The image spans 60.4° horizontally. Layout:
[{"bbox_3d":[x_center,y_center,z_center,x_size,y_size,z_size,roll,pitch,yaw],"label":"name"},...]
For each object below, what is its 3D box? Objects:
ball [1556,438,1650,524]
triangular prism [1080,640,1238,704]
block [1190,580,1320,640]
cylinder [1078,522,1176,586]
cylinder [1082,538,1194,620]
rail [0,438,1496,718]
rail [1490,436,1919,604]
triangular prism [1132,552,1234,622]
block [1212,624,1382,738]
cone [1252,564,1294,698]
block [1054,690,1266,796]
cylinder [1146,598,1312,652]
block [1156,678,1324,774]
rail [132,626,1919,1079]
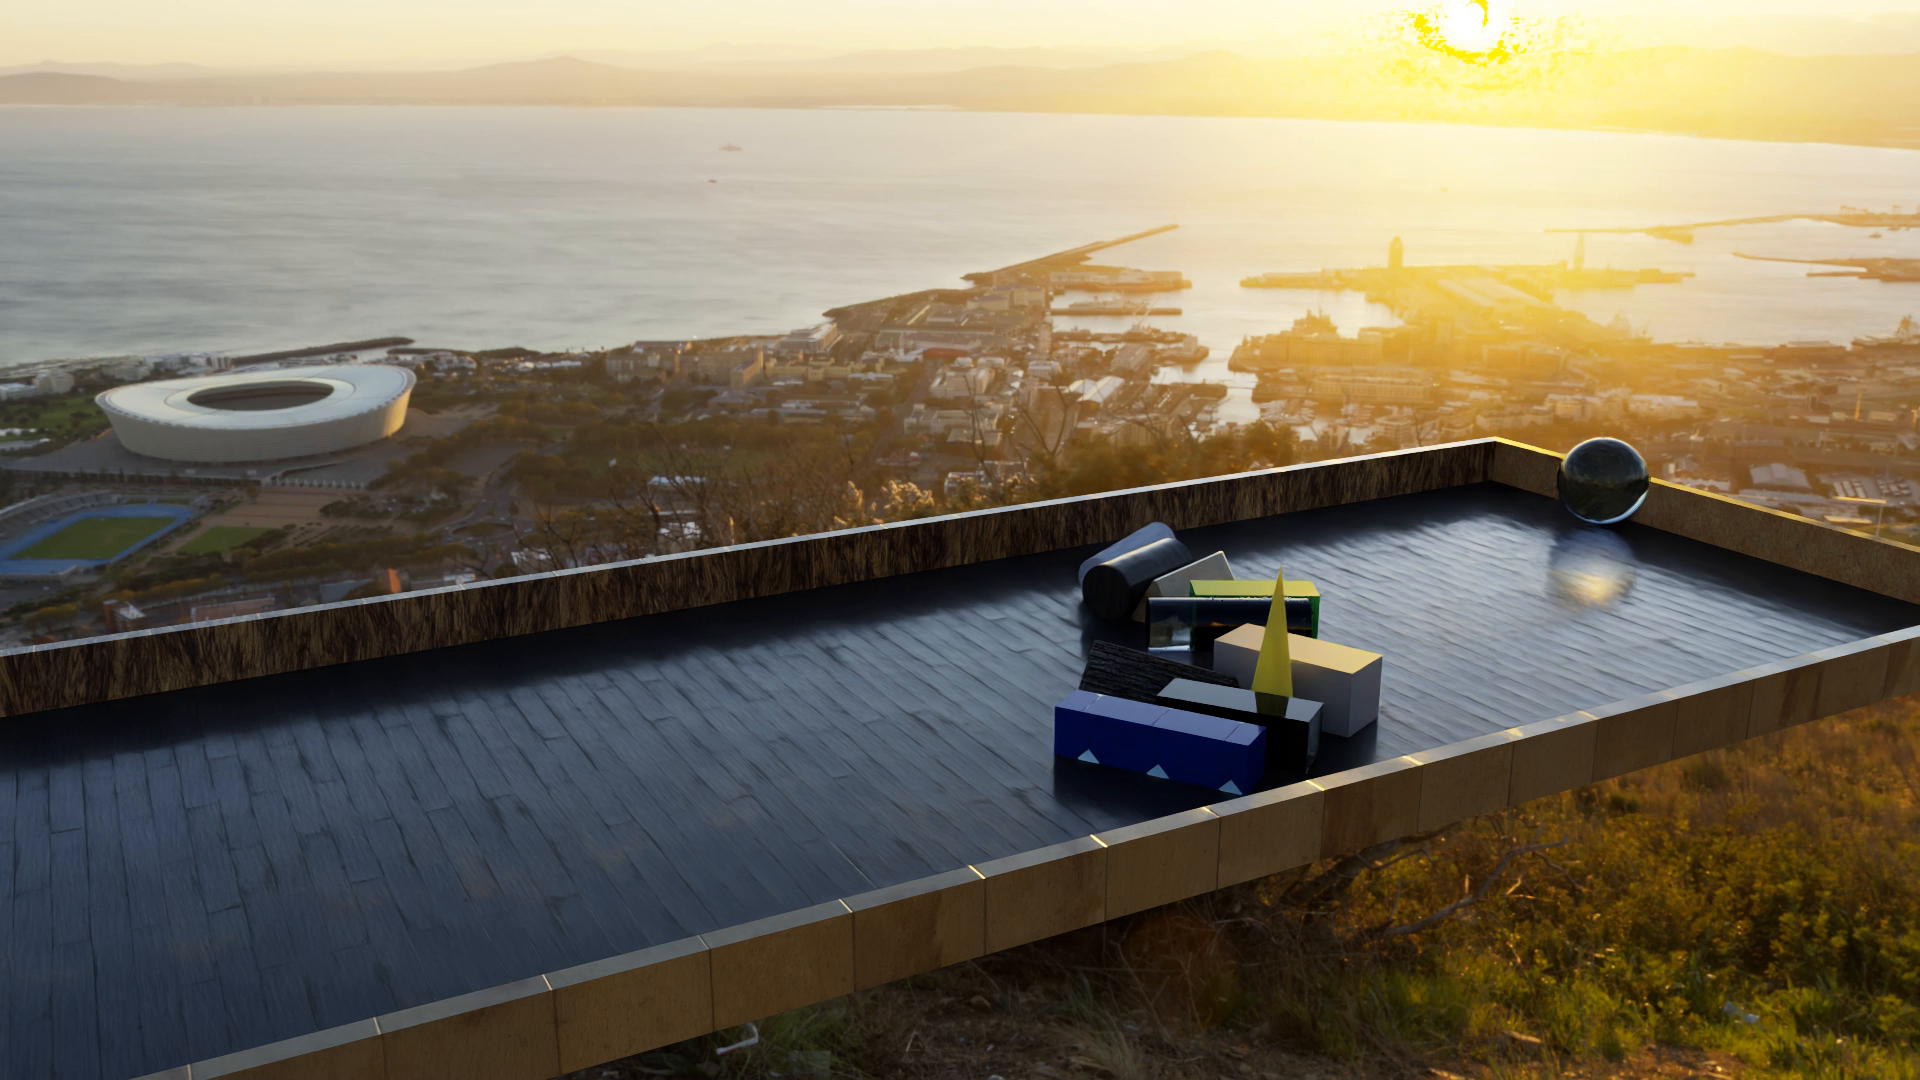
[{"bbox_3d":[2.136,-0.197,5.480,0.288,0.288,0.288,0,16,0],"label":"ball"},{"bbox_3d":[0.488,0.340,3.976,0.400,0.119,0.138,13,21,38],"label":"triangular prism"},{"bbox_3d":[0.795,0.191,4.476,0.331,0.129,0.129,0,16,1],"label":"block"},{"bbox_3d":[0.507,0.055,4.959,0.118,0.118,0.442,9,19,29],"label":"cylinder"},{"bbox_3d":[0.511,0.110,4.697,0.160,0.160,0.337,13,21,37],"label":"cylinder"},{"bbox_3d":[-3.305,0.497,3.399,12.000,0.150,0.050,-9,18,-27],"label":"rail"},{"bbox_3d":[2.466,-0.048,5.253,0.050,0.150,2.100,-9,18,-27],"label":"rail"},{"bbox_3d":[0.646,0.132,4.670,0.146,0.126,0.356,13,21,37],"label":"triangular prism"},{"bbox_3d":[0.803,0.331,3.948,0.362,0.158,0.158,13,21,37],"label":"block"},{"bbox_3d":[0.722,0.247,3.776,0.125,0.411,0.125,0,19,0],"label":"cone"},{"bbox_3d":[0.438,0.443,3.642,0.453,0.116,0.116,9,19,28],"label":"block"},{"bbox_3d":[0.703,0.223,4.343,0.418,0.141,0.141,0,16,1],"label":"cylinder"},{"bbox_3d":[0.628,0.416,3.720,0.348,0.123,0.123,8,18,25],"label":"block"},{"bbox_3d":[-2.336,1.006,1.665,12.000,0.150,0.050,-9,18,-27],"label":"rail"}]
